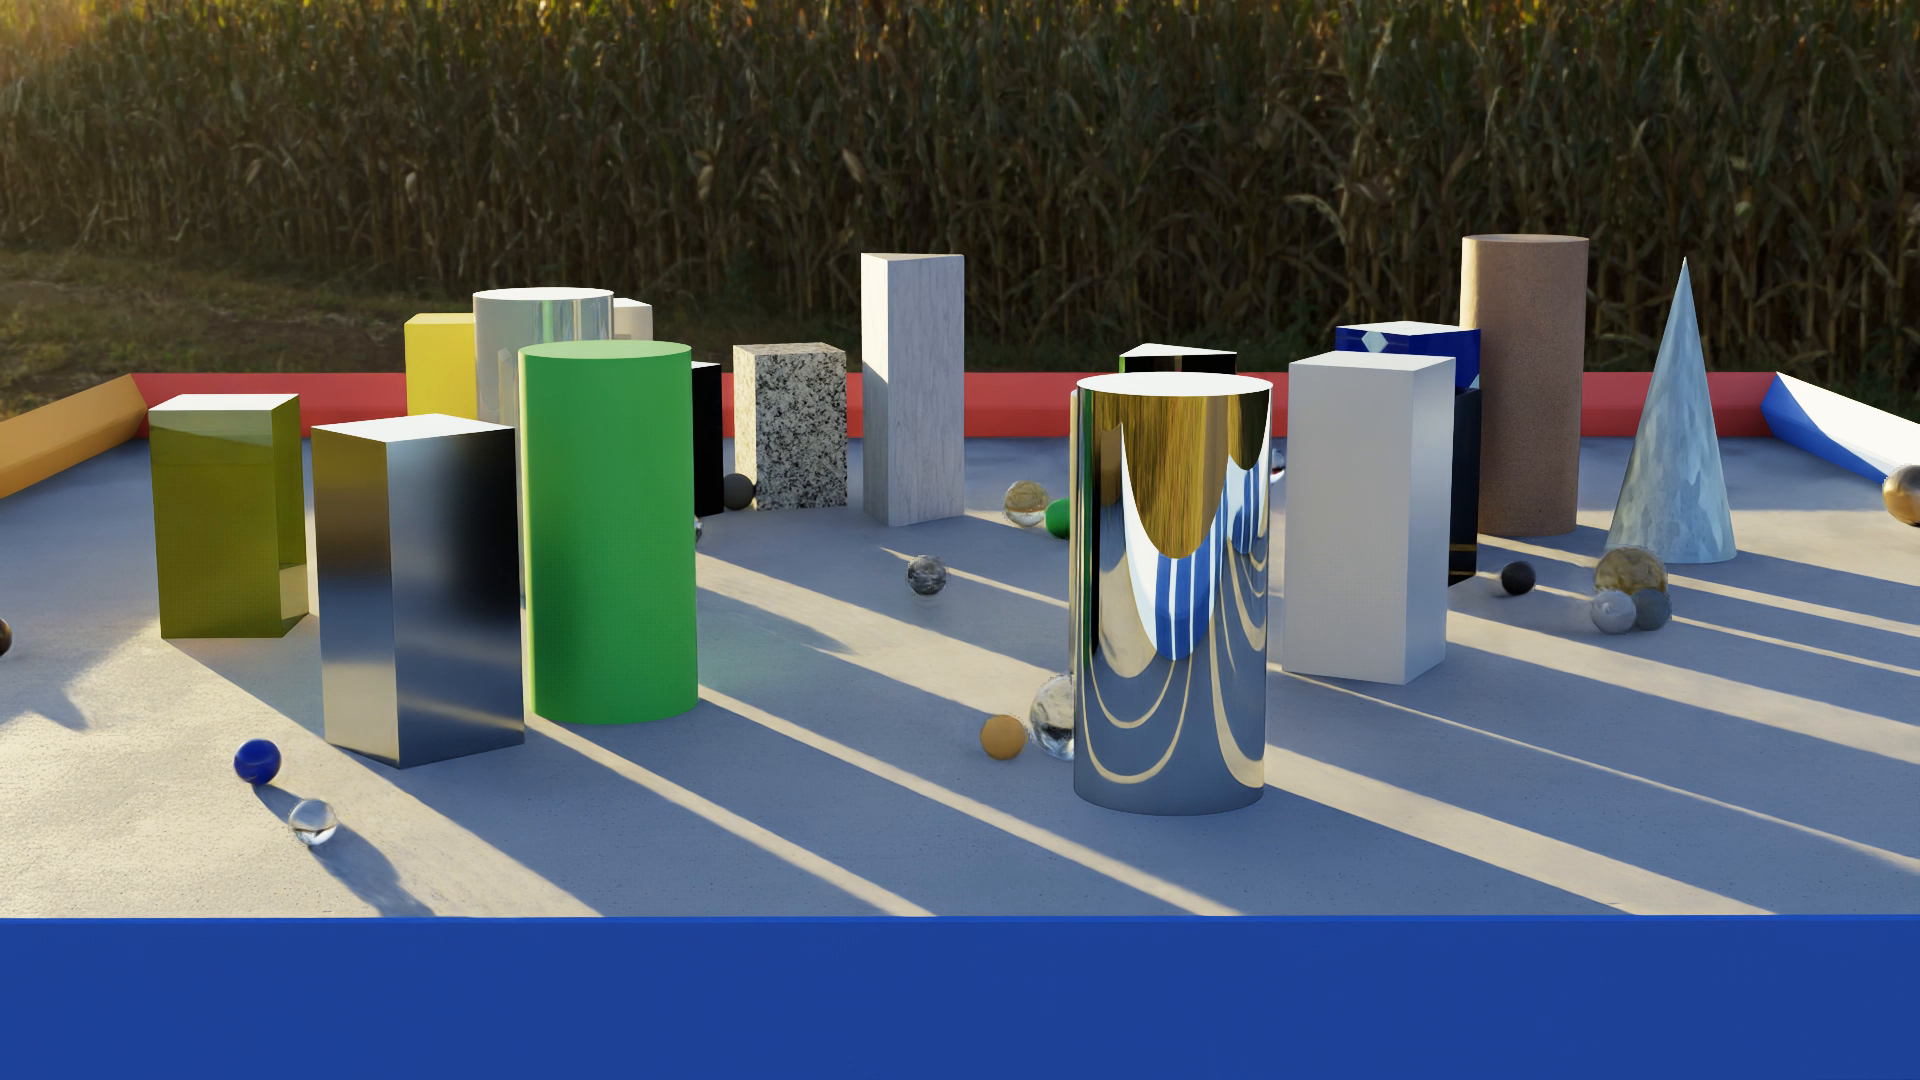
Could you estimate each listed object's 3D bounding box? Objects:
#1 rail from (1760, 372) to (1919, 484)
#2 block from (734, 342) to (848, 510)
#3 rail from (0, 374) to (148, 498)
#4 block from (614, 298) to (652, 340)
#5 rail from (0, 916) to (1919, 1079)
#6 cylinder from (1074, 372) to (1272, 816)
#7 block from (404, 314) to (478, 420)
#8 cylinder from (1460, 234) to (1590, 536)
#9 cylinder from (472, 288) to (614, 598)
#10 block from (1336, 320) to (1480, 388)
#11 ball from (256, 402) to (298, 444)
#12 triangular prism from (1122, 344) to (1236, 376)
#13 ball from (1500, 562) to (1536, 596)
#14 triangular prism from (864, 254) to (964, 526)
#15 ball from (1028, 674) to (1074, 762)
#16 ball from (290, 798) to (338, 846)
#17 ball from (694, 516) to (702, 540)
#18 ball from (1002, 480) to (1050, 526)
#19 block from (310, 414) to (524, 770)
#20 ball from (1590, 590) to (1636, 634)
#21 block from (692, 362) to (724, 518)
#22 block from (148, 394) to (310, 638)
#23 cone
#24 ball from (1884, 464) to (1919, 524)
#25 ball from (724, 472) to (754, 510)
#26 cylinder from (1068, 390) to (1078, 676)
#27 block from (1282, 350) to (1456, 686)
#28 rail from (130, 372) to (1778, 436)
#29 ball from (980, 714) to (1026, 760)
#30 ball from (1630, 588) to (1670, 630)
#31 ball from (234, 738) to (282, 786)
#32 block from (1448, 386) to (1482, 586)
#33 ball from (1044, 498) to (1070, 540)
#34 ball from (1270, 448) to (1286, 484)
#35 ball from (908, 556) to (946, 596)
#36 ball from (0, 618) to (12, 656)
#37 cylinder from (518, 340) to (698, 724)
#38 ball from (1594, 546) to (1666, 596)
[{"bbox_3d":[1.599,0.031,3.458,0.045,0.126,3.276,0,11,0],"label":"rail"},{"bbox_3d":[-0.285,-0.193,4.305,0.155,0.258,0.155,-3,11,-18],"label":"block"},{"bbox_3d":[-1.599,0.034,3.440,0.045,0.126,3.276,0,11,0],"label":"rail"},{"bbox_3d":[-0.627,-0.250,4.440,0.155,0.320,0.155,-5,11,-23],"label":"block"},{"bbox_3d":[0.009,0.327,1.862,3.245,0.126,0.045,0,11,0],"label":"rail"},{"bbox_3d":[0.212,0.049,2.572,0.193,0.415,0.193,0,11,0],"label":"cylinder"},{"bbox_3d":[-0.737,-0.156,3.843,0.155,0.353,0.155,-1,11,-4],"label":"block"},{"bbox_3d":[0.884,-0.247,4.052,0.193,0.457,0.193,0,11,0],"label":"cylinder"},{"bbox_3d":[-0.578,-0.140,3.597,0.193,0.412,0.193,0,11,0],"label":"cylinder"},{"bbox_3d":[0.684,-0.162,3.947,0.155,0.328,0.155,-8,13,-35],"label":"block"},{"bbox_3d":[-1.325,-0.228,4.975,0.082,0.082,0.082,0,11,0],"label":"ball"},{"bbox_3d":[0.286,-0.106,3.637,0.167,0.331,0.145,-3,11,-13],"label":"triangular prism"},{"bbox_3d":[0.774,0.053,3.557,0.047,0.047,0.047,0,11,0],"label":"ball"},{"bbox_3d":[-0.104,-0.249,4.154,0.145,0.423,0.167,10,14,43],"label":"triangular prism"},{"bbox_3d":[0.118,0.188,2.710,0.091,0.091,0.091,0,11,0],"label":"ball"},{"bbox_3d":[-0.610,0.266,2.419,0.044,0.044,0.044,0,11,0],"label":"ball"},{"bbox_3d":[-0.419,-0.018,3.945,0.046,0.046,0.046,0,11,0],"label":"ball"},{"bbox_3d":[0.105,-0.058,4.081,0.074,0.074,0.074,0,11,0],"label":"ball"},{"bbox_3d":[-0.581,0.050,2.755,0.155,0.346,0.155,-10,14,-42],"label":"block"},{"bbox_3d":[0.844,0.093,3.315,0.058,0.058,0.058,0,11,0],"label":"ball"},{"bbox_3d":[-0.496,-0.162,4.176,0.155,0.245,0.155,8,13,35],"label":"block"},{"bbox_3d":[-0.950,-0.033,3.343,0.155,0.295,0.155,0,11,-1],"label":"block"},{"bbox_3d":[1.075,-0.203,3.841,0.193,0.447,0.193,0,11,0],"label":"cone"},{"bbox_3d":[1.526,-0.072,4.097,0.097,0.097,0.097,0,11,0],"label":"ball"},{"bbox_3d":[-0.370,-0.080,4.234,0.062,0.062,0.062,0,11,0],"label":"ball"},{"bbox_3d":[0.228,-0.008,3.083,0.193,0.340,0.193,0,11,0],"label":"cylinder"},{"bbox_3d":[0.496,-0.031,3.114,0.155,0.375,0.155,6,12,28],"label":"block"},{"bbox_3d":[-0.009,-0.263,5.036,3.245,0.126,0.045,0,11,0],"label":"rail"},{"bbox_3d":[0.045,0.209,2.718,0.048,0.048,0.048,0,11,0],"label":"ball"},{"bbox_3d":[0.896,0.090,3.337,0.055,0.055,0.055,0,11,0],"label":"ball"},{"bbox_3d":[-0.718,0.226,2.623,0.048,0.048,0.048,0,11,0],"label":"ball"},{"bbox_3d":[0.637,-0.078,3.652,0.155,0.271,0.155,7,12,32],"label":"block"},{"bbox_3d":[0.164,-0.033,3.974,0.064,0.064,0.064,0,11,0],"label":"ball"},{"bbox_3d":[0.534,-0.130,4.484,0.068,0.068,0.068,0,11,0],"label":"ball"},{"bbox_3d":[-0.046,0.050,3.555,0.055,0.055,0.055,0,11,0],"label":"ball"},{"bbox_3d":[-1.201,0.120,3.177,0.054,0.054,0.054,0,11,0],"label":"ball"},{"bbox_3d":[-0.399,-0.013,2.921,0.193,0.410,0.193,0,11,0],"label":"cylinder"},{"bbox_3d":[0.893,0.055,3.419,0.094,0.094,0.094,0,11,0],"label":"ball"}]
